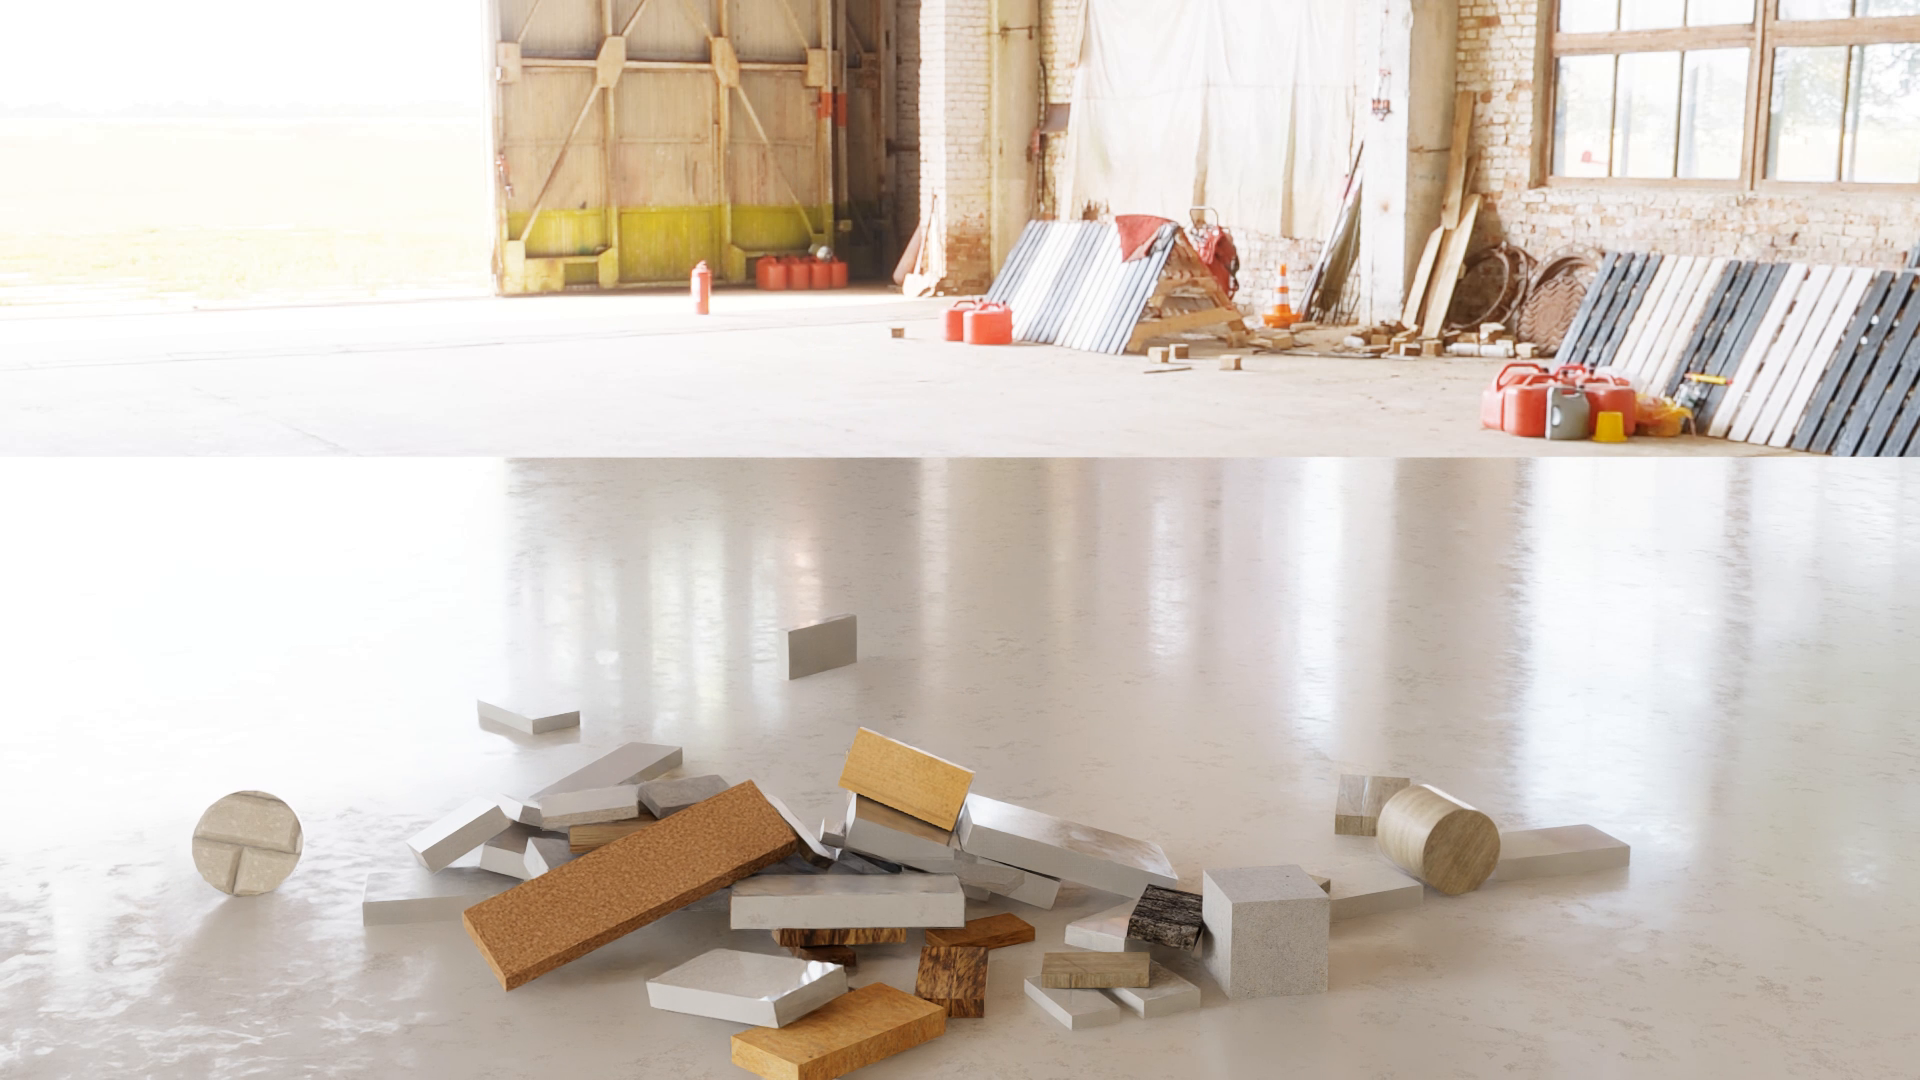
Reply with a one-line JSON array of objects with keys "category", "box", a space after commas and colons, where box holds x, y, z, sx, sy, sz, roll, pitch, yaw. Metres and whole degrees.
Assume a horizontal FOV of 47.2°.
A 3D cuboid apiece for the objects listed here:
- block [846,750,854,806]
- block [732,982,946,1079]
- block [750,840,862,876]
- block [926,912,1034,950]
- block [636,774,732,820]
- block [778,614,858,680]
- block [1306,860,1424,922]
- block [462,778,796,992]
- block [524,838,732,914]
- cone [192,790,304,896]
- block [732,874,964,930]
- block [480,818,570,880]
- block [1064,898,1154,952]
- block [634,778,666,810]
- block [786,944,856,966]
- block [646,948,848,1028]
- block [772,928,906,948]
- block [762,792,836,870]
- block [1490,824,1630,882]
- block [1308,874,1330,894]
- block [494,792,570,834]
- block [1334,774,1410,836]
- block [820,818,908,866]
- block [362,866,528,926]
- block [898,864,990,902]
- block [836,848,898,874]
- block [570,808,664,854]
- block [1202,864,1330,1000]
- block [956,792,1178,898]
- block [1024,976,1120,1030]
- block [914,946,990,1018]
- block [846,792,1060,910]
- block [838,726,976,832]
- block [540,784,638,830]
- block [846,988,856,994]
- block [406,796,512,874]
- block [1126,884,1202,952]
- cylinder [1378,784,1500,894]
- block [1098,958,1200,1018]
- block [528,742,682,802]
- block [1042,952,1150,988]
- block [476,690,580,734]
[{"category": "block", "box": [-0.140, 0.461, 3.795, 0.103, 0.206, 0.029, -4, 9, -18]}, {"category": "block", "box": [-0.166, 0.686, 3.047, 0.137, 0.039, 0.274, 10, 15, 44]}, {"category": "block", "box": [-0.311, 0.530, 3.658, 0.309, 0.044, 0.154, 14, 11, -5]}, {"category": "block", "box": [0.032, 0.620, 3.450, 0.154, 0.022, 0.077, -6, 12, -29]}, {"category": "block", "box": [-0.442, 0.418, 3.586, 0.149, 0.021, 0.075, -4, 27, -37]}, {"category": "block", "box": [-0.334, 0.250, 5.179, 0.033, 0.117, 0.233, 9, 14, 39]}, {"category": "block", "box": [0.614, 0.582, 3.612, 0.261, 0.037, 0.130, -5, 12, -25]}, {"category": "block", "box": [-0.503, 0.526, 3.392, 0.507, 0.039, 0.137, -23, 54, -29]}, {"category": "block", "box": [-0.531, 0.541, 3.543, 0.309, 0.044, 0.154, 9, 13, -28]}, {"category": "cone", "box": [-1.210, 0.532, 3.761, 0.178, 0.178, 0.178, -3, -16, -14]}, {"category": "block", "box": [-0.177, 0.562, 3.430, 0.354, 0.050, 0.177, 0, 1, -5]}, {"category": "block", "box": [-0.636, 0.538, 3.657, 0.290, 0.041, 0.145, 14, 11, 1]}, {"category": "block", "box": [0.283, 0.599, 3.444, 0.102, 0.029, 0.295, 7, 6, 33]}, {"category": "block", "box": [-0.518, 0.420, 3.610, 0.066, 0.019, 0.131, 15, 16, 43]}, {"category": "block", "box": [-0.212, 0.629, 3.362, 0.066, 0.019, 0.131, -2, 5, -23]}, {"category": "block", "box": [-0.306, 0.639, 3.145, 0.275, 0.039, 0.137, -3, 11, 43]}, {"category": "block", "box": [-0.189, 0.602, 3.401, 0.194, 0.028, 0.097, 0, 1, -13]}, {"category": "block", "box": [-0.272, 0.477, 3.607, 0.149, 0.021, 0.075, 44, 3, 28]}, {"category": "block", "box": [1.015, 0.542, 3.825, 0.261, 0.037, 0.131, -3, 11, -17]}, {"category": "block", "box": [0.523, 0.567, 3.528, 0.078, 0.022, 0.156, 8, 13, 37]}, {"category": "block", "box": [-0.745, 0.479, 3.856, 0.103, 0.029, 0.400, 16, -8, -17]}, {"category": "block", "box": [0.768, 0.493, 4.088, 0.131, 0.037, 0.261, 2, 11, 12]}, {"category": "block", "box": [-0.157, 0.502, 3.654, 0.150, 0.021, 0.075, 16, 10, -6]}, {"category": "block", "box": [-0.827, 0.580, 3.611, 0.290, 0.041, 0.145, -2, 11, -11]}, {"category": "block", "box": [-0.026, 0.561, 3.657, 0.150, 0.021, 0.075, 15, 10, -5]}, {"category": "block", "box": [-0.134, 0.545, 3.664, 0.150, 0.021, 0.075, 28, 8, -7]}, {"category": "block", "box": [-0.477, 0.462, 3.576, 0.309, 0.044, 0.154, 1, 12, -10]}, {"category": "block", "box": [0.456, 0.585, 3.291, 0.149, 0.149, 0.149, -2, 11, -10]}, {"category": "block", "box": [0.174, 0.514, 3.660, 0.354, 0.050, 0.177, 16, 9, -8]}, {"category": "block", "box": [0.162, 0.667, 3.192, 0.077, 0.022, 0.154, -5, 11, -24]}, {"category": "block", "box": [-0.011, 0.653, 3.253, 0.102, 0.029, 0.203, 0, 11, 3]}, {"category": "block", "box": [-0.013, 0.510, 3.656, 0.354, 0.050, 0.177, 18, 9, -5]}, {"category": "block", "box": [-0.089, 0.398, 3.666, 0.206, 0.103, 0.029, 21, 3, 10]}, {"category": "block", "box": [-0.593, 0.425, 3.512, 0.149, 0.021, 0.075, -6, 21, -10]}, {"category": "block", "box": [-0.237, 0.663, 3.215, 0.154, 0.022, 0.077, 6, 12, 31]}, {"category": "block", "box": [-0.851, 0.496, 3.716, 0.145, 0.041, 0.290, -32, 7, -18]}, {"category": "block", "box": [0.323, 0.580, 3.384, 0.102, 0.029, 0.203, 11, 8, 11]}, {"category": "cylinder", "box": [0.809, 0.505, 3.720, 0.148, 0.148, 0.148, -4, 11, -19]}, {"category": "block", "box": [0.261, 0.653, 3.254, 0.097, 0.028, 0.194, -6, 12, -27]}, {"category": "block", "box": [-0.681, 0.464, 4.258, 0.117, 0.033, 0.405, 4, 11, 19]}, {"category": "block", "box": [0.200, 0.632, 3.235, 0.156, 0.022, 0.078, -2, 12, 6]}, {"category": "block", "box": [-0.934, 0.372, 4.755, 0.117, 0.033, 0.233, -9, 14, -41]}]
